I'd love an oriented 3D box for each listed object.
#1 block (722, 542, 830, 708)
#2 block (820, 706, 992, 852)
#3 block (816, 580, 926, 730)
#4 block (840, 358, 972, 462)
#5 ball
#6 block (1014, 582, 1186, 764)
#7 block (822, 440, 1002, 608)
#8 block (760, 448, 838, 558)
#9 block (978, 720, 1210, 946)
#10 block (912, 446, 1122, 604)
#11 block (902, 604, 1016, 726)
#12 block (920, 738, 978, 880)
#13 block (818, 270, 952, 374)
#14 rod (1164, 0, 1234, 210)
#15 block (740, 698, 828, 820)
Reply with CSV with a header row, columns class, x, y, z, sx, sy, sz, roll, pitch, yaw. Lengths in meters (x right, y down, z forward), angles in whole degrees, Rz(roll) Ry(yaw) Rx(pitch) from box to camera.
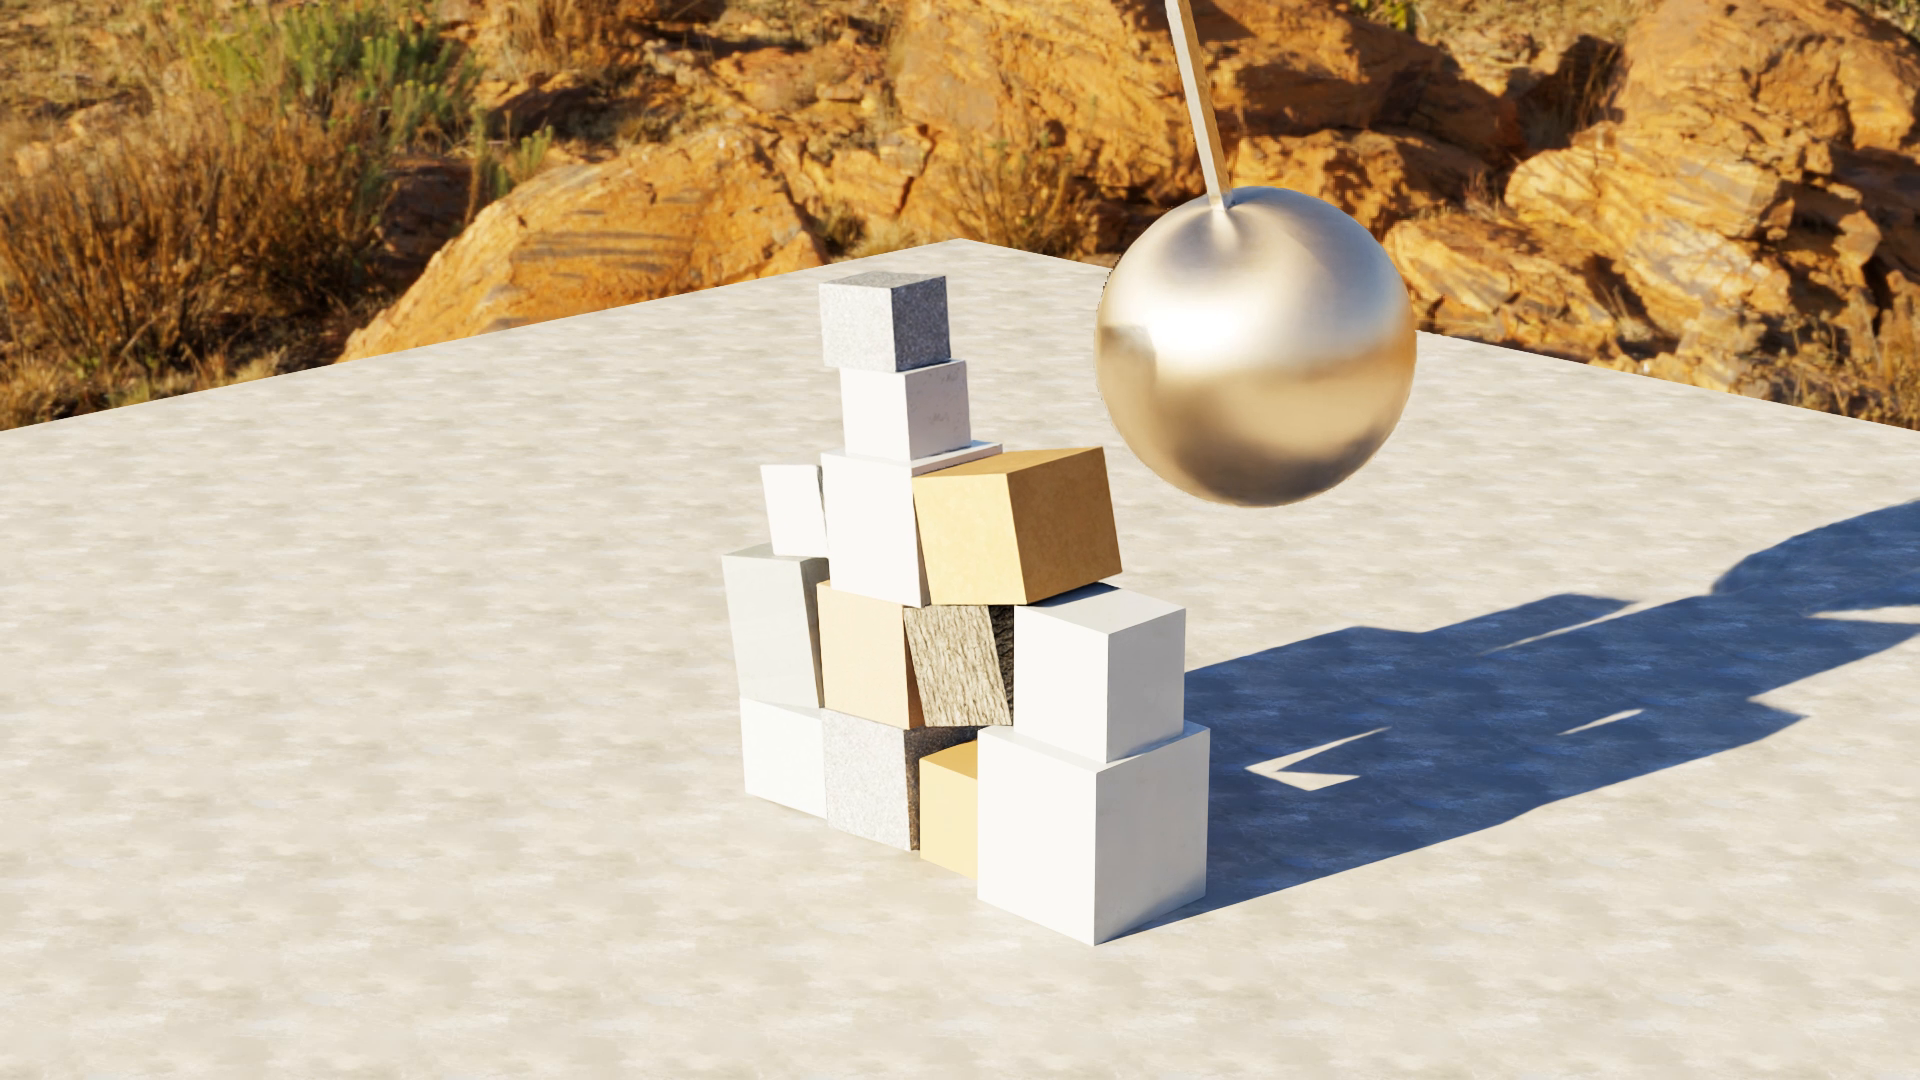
class,x,y,z,sx,sy,sz,roll,pitch,yaw
block,-0.692,0.370,14.179,0.608,0.711,0.578,-16,14,-42
block,-0.242,1.059,13.918,0.572,0.593,0.562,-17,20,-42
block,-0.249,0.478,13.770,0.567,0.604,0.579,-16,19,-42
block,-0.248,-0.613,13.396,0.391,0.395,0.425,-17,19,-42
ball,1.467,-0.956,14.579,1.600,1.600,1.600,0,17,0
block,0.611,0.569,12.852,0.505,0.589,0.548,-17,24,-42
block,-0.202,-0.106,13.505,0.572,0.644,0.606,-16,19,-42
block,-0.616,-0.185,13.925,0.455,0.435,0.397,-16,12,-42
block,0.594,1.224,13.099,0.749,0.810,0.706,-17,24,-42
block,0.256,-0.065,13.052,0.588,0.575,0.633,-1,11,45
block,0.179,0.504,13.308,0.553,0.553,0.565,-16,8,-42
block,0.158,1.245,13.558,0.468,0.494,0.501,-17,24,-42
block,-0.342,-0.998,13.355,0.443,0.383,0.376,8,18,41
rod,0.636,-3.750,12.829,0.080,5.200,0.080,17,44,42
block,-0.647,0.985,14.330,0.585,0.495,0.593,-17,21,-42
